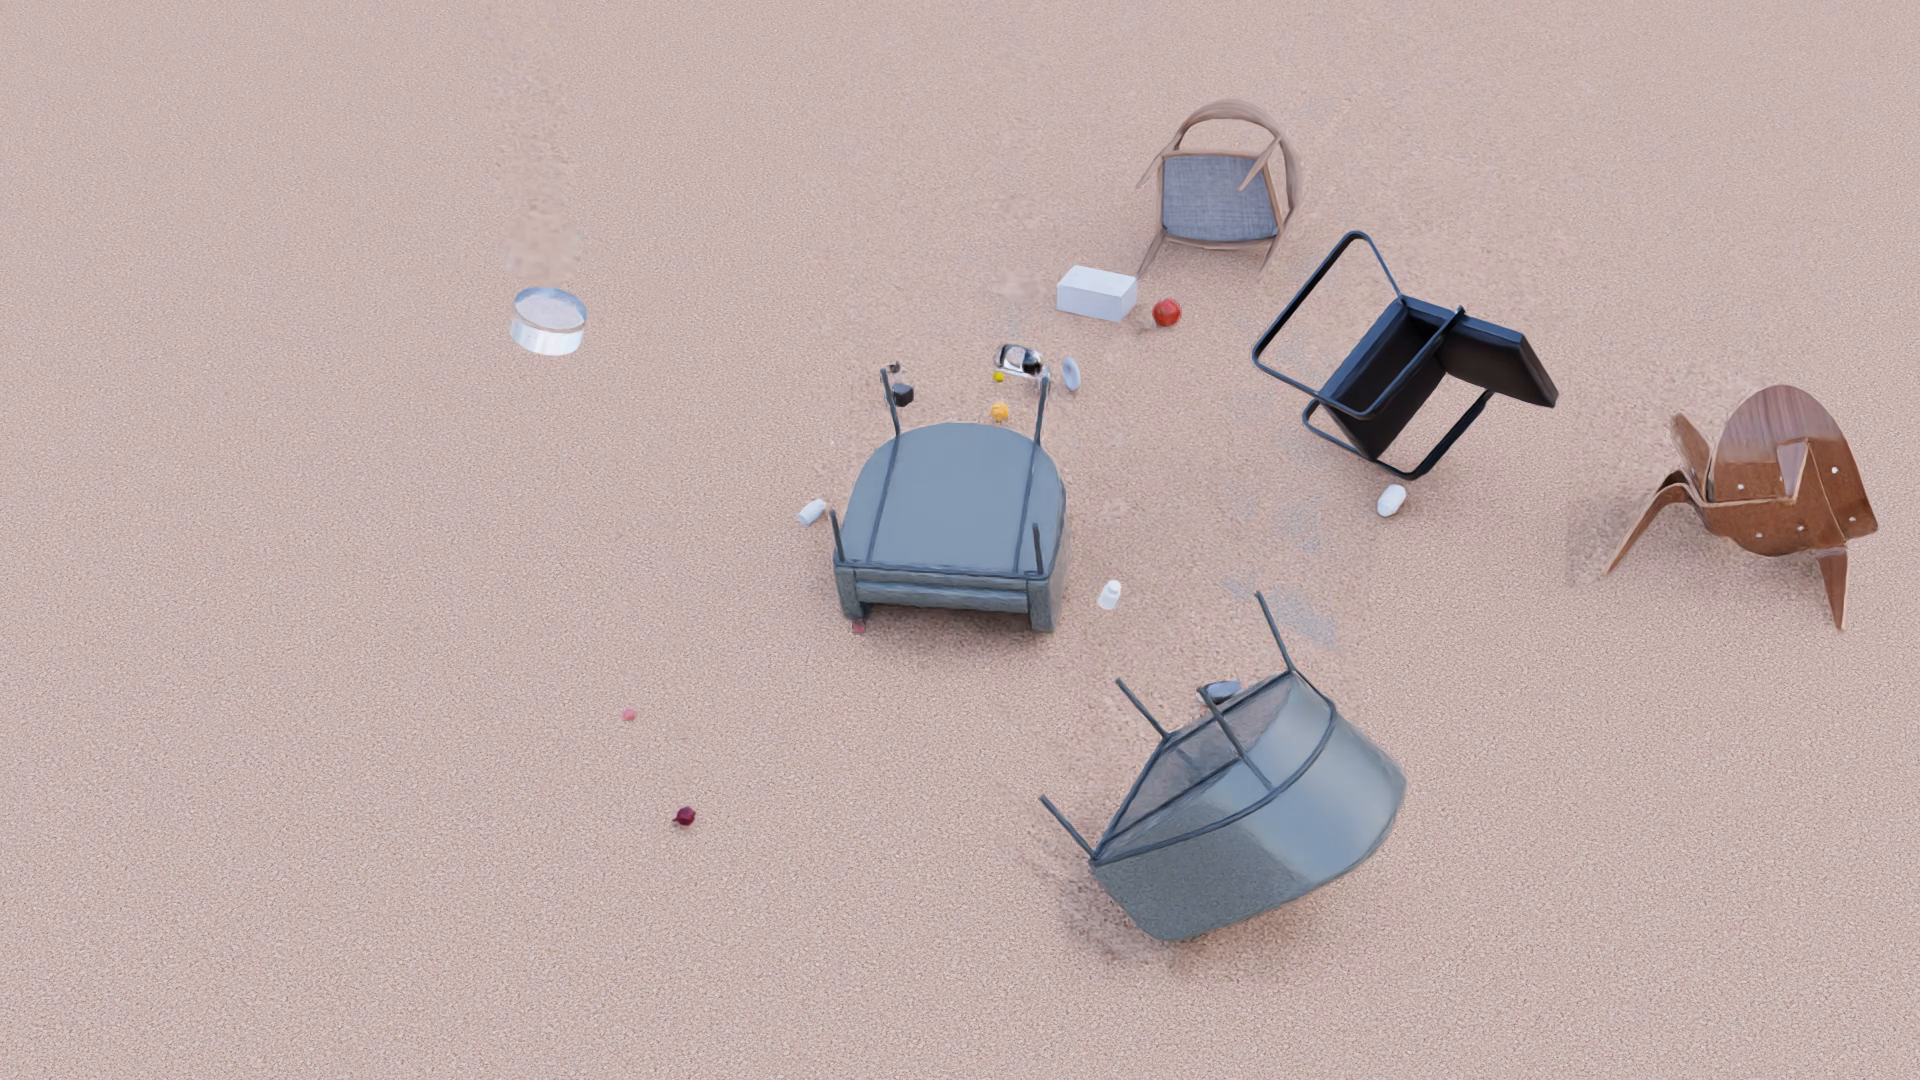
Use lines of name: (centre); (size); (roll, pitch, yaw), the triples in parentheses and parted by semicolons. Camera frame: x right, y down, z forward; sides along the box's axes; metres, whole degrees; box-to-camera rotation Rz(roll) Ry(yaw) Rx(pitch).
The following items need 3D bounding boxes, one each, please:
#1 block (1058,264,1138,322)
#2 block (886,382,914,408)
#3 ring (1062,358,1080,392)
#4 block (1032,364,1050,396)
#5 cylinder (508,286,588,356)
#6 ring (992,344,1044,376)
block: (0.581, -1.043, 12.415); (0.286, 0.123, 0.187); (14, 36, 20)
block: (-0.239, -0.584, 11.777); (0.079, 0.058, 0.075); (22, 39, 29)
ring: (0.450, -0.667, 11.849); (0.028, 0.120, 0.149); (-6, 55, -24)
block: (0.331, -0.646, 11.852); (0.055, 0.081, 0.125); (-4, 34, -6)
cylinder: (-1.664, -0.885, 11.841); (0.295, 0.129, 0.300); (23, 35, 6)
ring: (0.228, -0.710, 11.584); (0.186, 0.097, 0.281); (19, -3, -27)
